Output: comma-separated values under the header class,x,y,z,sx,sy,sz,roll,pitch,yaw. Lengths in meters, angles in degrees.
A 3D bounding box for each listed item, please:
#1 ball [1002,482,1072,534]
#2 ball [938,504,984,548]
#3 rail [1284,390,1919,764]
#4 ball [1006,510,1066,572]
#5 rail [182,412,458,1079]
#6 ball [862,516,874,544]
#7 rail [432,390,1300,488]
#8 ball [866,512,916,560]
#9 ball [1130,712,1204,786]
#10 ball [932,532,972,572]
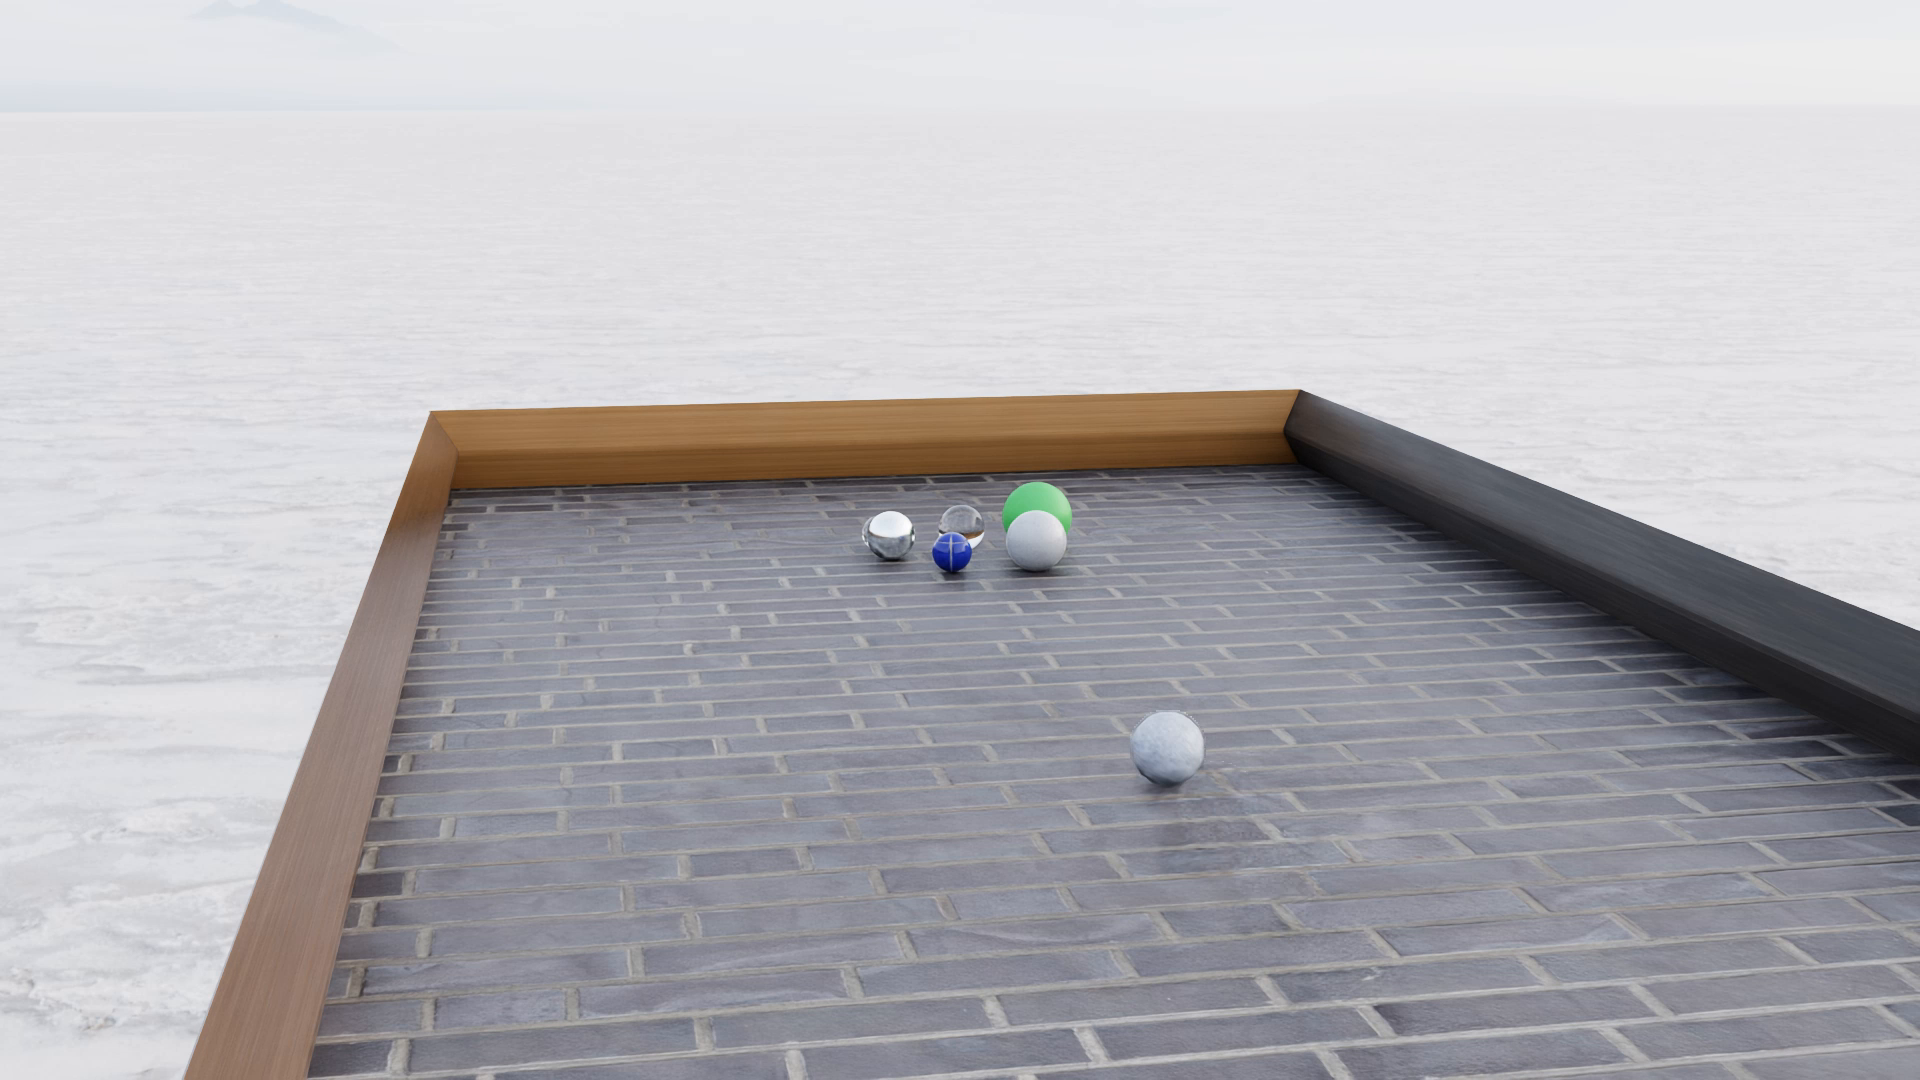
class,x,y,z,sx,sy,sz,roll,pitch,yaw
ball,0.109,-0.033,3.098,0.098,0.098,0.098,0,11,0
ball,0.002,-0.017,3.100,0.066,0.066,0.066,0,11,0
rail,0.838,0.089,2.417,0.045,0.128,2.953,-2,12,-10
ball,0.103,0.001,2.971,0.083,0.083,0.083,0,11,0
rail,-0.571,0.140,2.163,0.045,0.128,2.953,-2,12,-10
ball,-0.115,-0.010,3.111,0.049,0.049,0.049,0,11,0
rail,-0.129,-0.169,3.690,1.480,0.128,0.045,-2,12,-10
ball,-0.096,-0.006,3.043,0.068,0.068,0.068,0,11,0
ball,0.194,0.194,2.049,0.069,0.069,0.069,0,11,0
ball,-0.011,0.016,2.966,0.054,0.054,0.054,0,11,0
